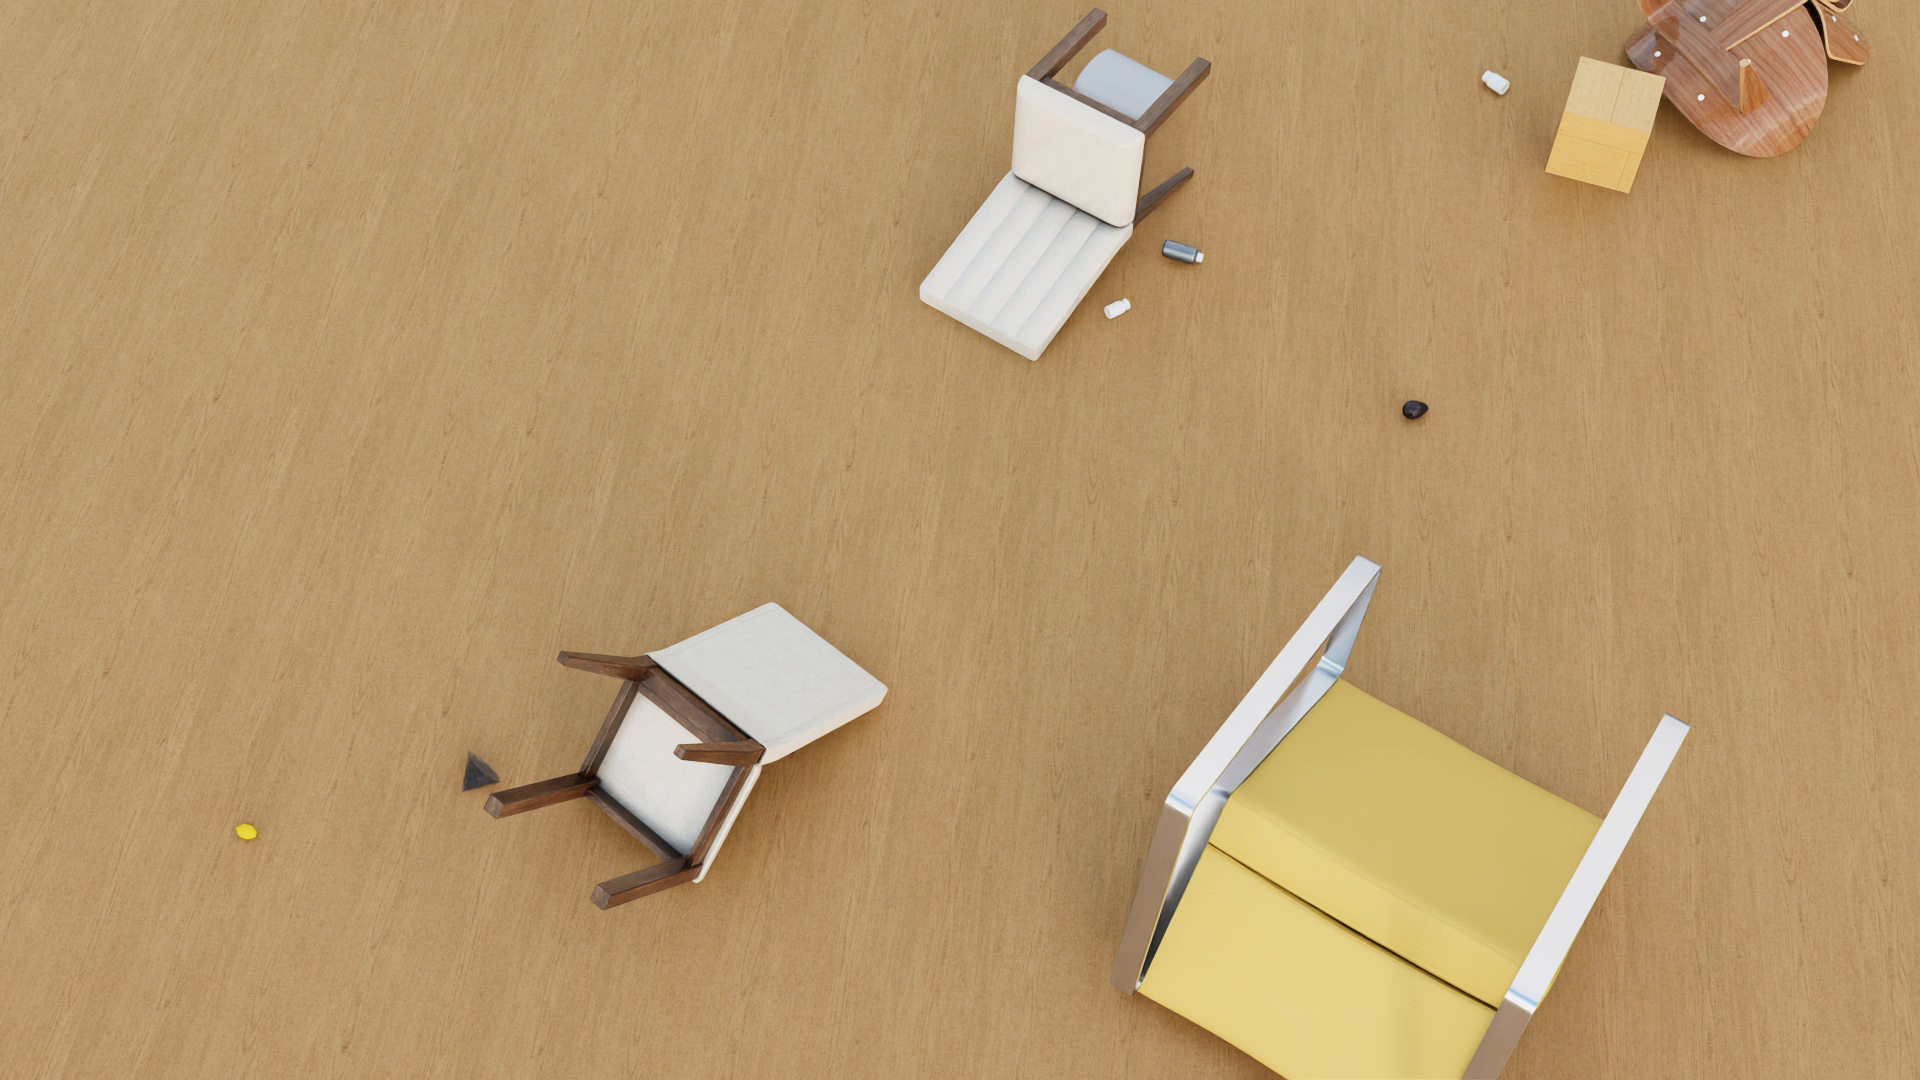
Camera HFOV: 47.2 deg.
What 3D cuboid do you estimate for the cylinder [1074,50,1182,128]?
[{"bbox_3d":[0.574,-1.545,7.529,0.279,0.131,0.250,31,51,19],"label":"cylinder"}]

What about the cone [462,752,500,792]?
[{"bbox_3d":[-1.352,0.663,6.103,0.120,0.094,0.093,42,93,17],"label":"cone"}]

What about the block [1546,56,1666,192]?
[{"bbox_3d":[2.150,-1.384,7.332,0.283,0.283,0.270,17,58,11],"label":"block"}]
